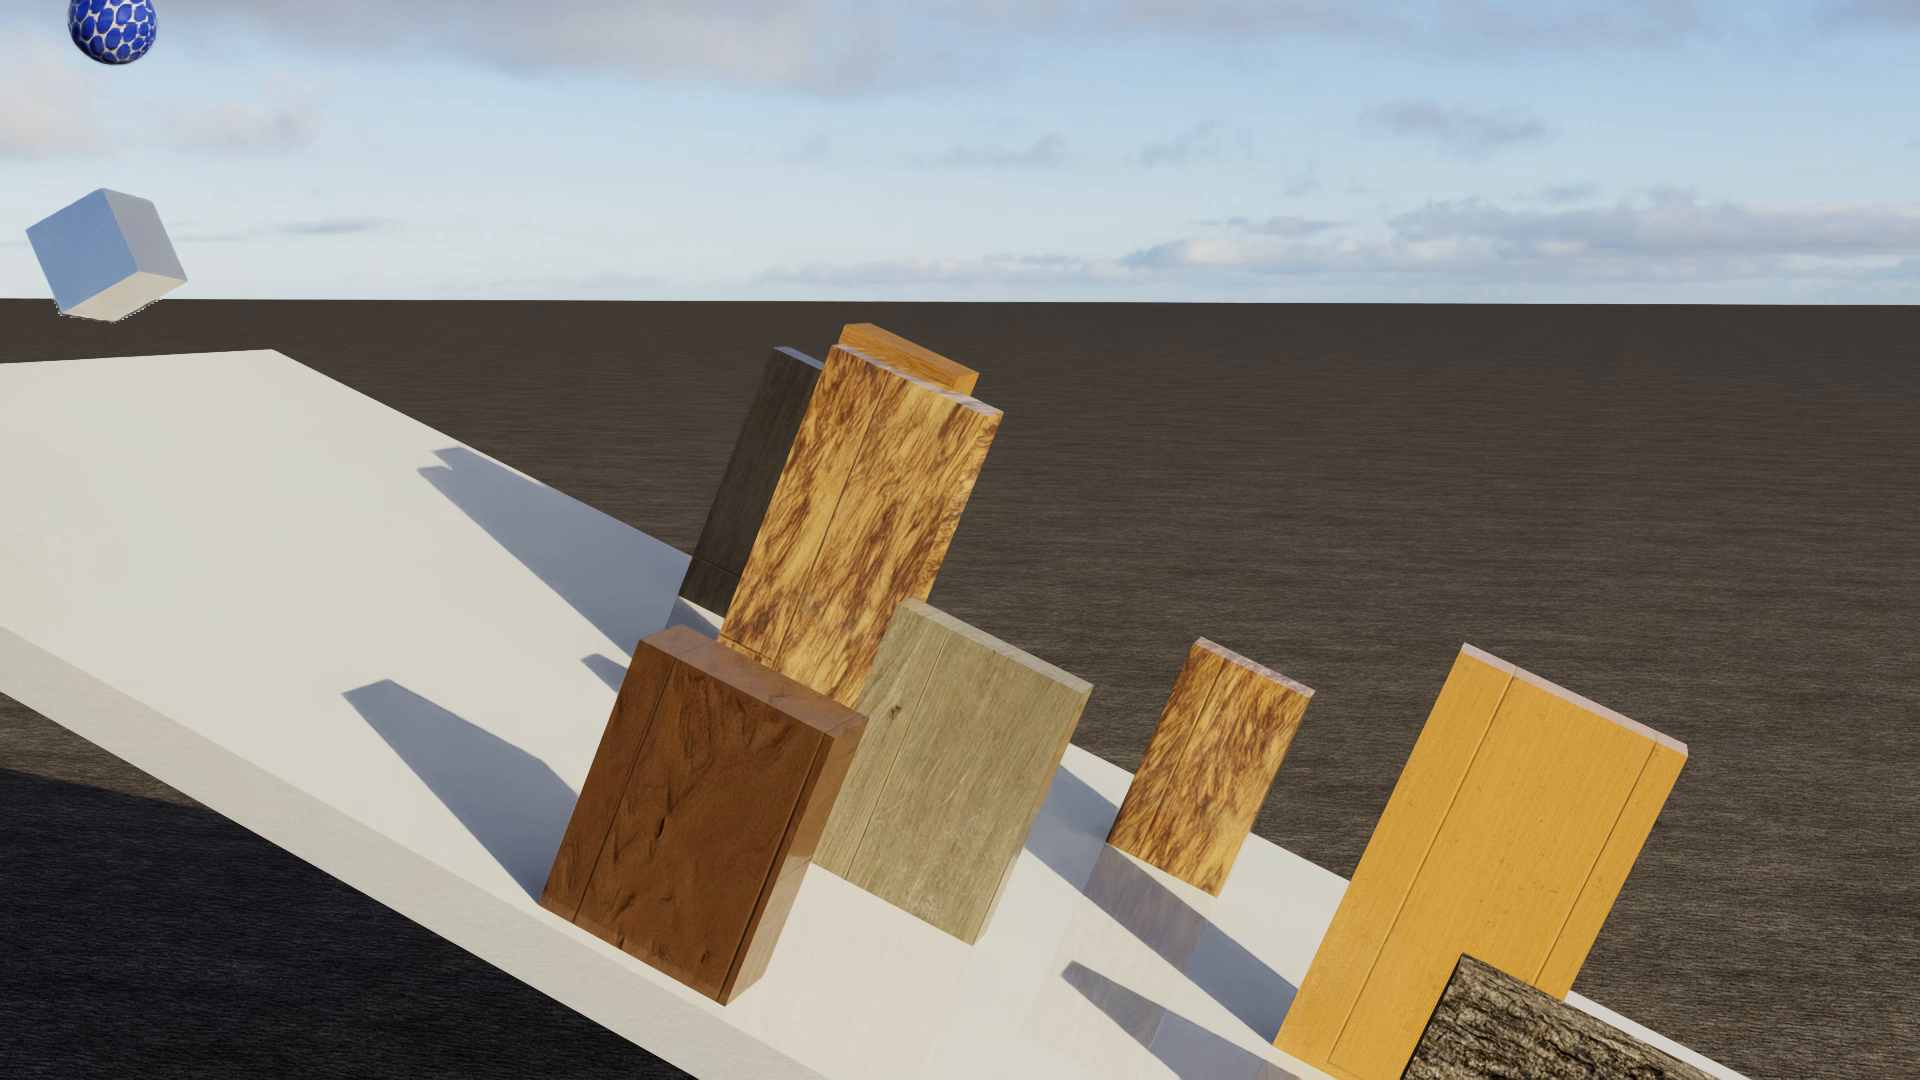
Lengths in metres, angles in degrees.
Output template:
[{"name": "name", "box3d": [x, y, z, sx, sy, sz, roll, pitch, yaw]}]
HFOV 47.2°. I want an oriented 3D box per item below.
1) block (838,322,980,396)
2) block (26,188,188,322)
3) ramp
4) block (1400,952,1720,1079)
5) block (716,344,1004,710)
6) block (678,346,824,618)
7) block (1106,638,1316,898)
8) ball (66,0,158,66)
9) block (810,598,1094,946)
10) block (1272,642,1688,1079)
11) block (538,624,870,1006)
[{"name": "block", "box3d": [-0.241, -0.020, 4.431, 0.252, 0.794, 0.143, 25, 13, 13]}, {"name": "block", "box3d": [-1.692, -0.564, 4.366, 0.182, 0.182, 0.182, -26, -4, 10]}, {"name": "ramp", "box3d": [-0.294, 0.515, 4.187, 4.000, 0.100, 2.000, 25, 13, 13]}, {"name": "block", "box3d": [0.864, 0.918, 3.307, 0.437, 0.431, 0.093, 25, 13, 13]}, {"name": "block", "box3d": [-0.223, 0.044, 4.244, 0.327, 0.775, 0.124, 25, 13, 13]}, {"name": "block", "box3d": [-0.392, -0.097, 4.909, 0.271, 0.607, 0.090, 25, 13, 13]}, {"name": "block", "box3d": [0.509, 0.463, 4.486, 0.255, 0.459, 0.084, 25, 13, 13]}, {"name": "ball", "box3d": [-1.668, -1.020, 4.327, 0.167, 0.167, 0.167, 0, 7, 0]}, {"name": "block", "box3d": [-0.031, 0.397, 3.785, 0.352, 0.489, 0.080, 25, 13, 13]}, {"name": "block", "box3d": [0.884, 0.616, 3.777, 0.401, 0.780, 0.095, 25, 13, 13]}, {"name": "block", "box3d": [-0.382, 0.404, 3.267, 0.326, 0.446, 0.148, 25, 13, 13]}]
